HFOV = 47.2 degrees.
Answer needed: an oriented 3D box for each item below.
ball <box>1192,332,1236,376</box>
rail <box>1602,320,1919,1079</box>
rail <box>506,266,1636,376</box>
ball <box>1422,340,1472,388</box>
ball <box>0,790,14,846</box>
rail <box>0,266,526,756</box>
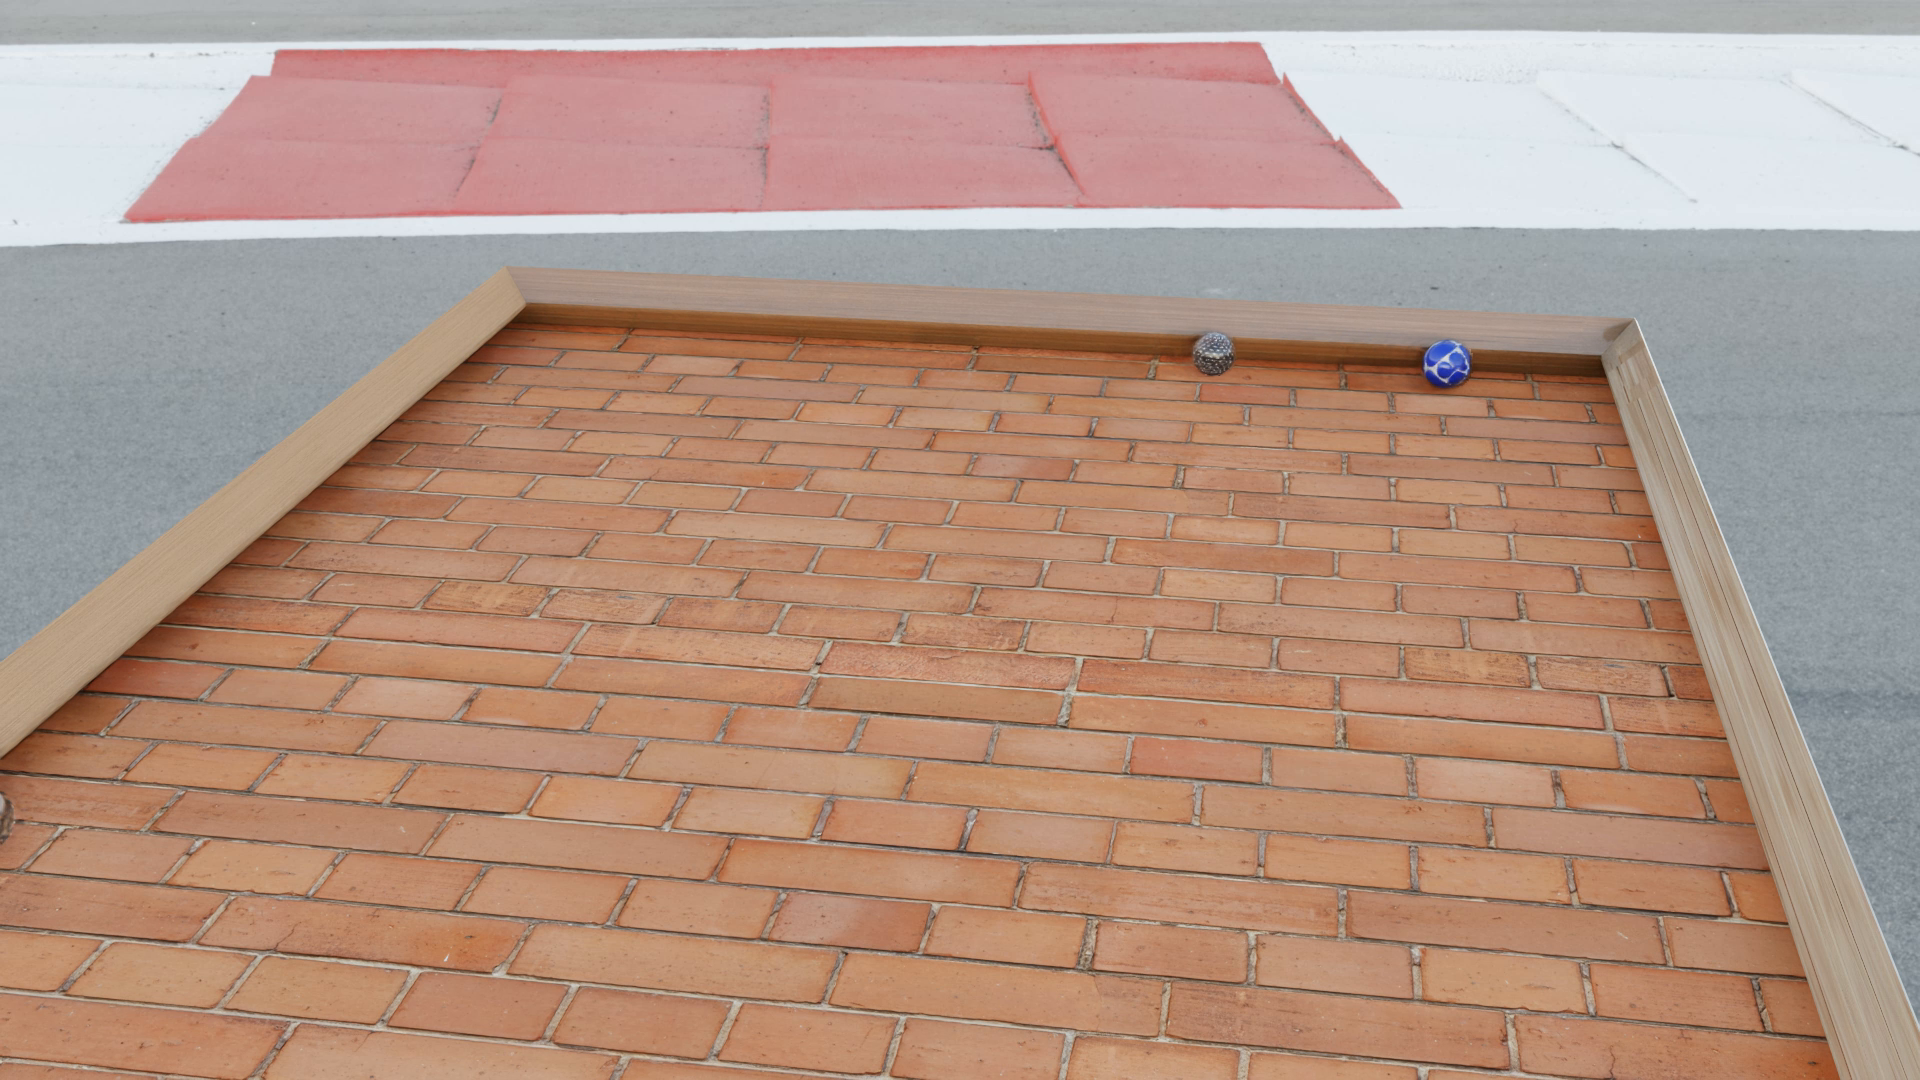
[{"bbox_3d":[0.340,-0.250,2.945,0.058,0.058,0.058,0,23,0],"label":"ball"},{"bbox_3d":[0.628,0.331,1.550,0.045,0.083,3.036,4,23,8],"label":"rail"},{"bbox_3d":[0.118,-0.295,3.019,1.567,0.083,0.045,4,23,8],"label":"rail"},{"bbox_3d":[0.641,-0.231,2.895,0.064,0.064,0.064,0,23,0],"label":"ball"},{"bbox_3d":[-0.813,0.231,1.815,0.060,0.060,0.060,0,23,0],"label":"ball"},{"bbox_3d":[-0.872,0.235,1.774,0.045,0.083,3.036,4,23,8],"label":"rail"}]
